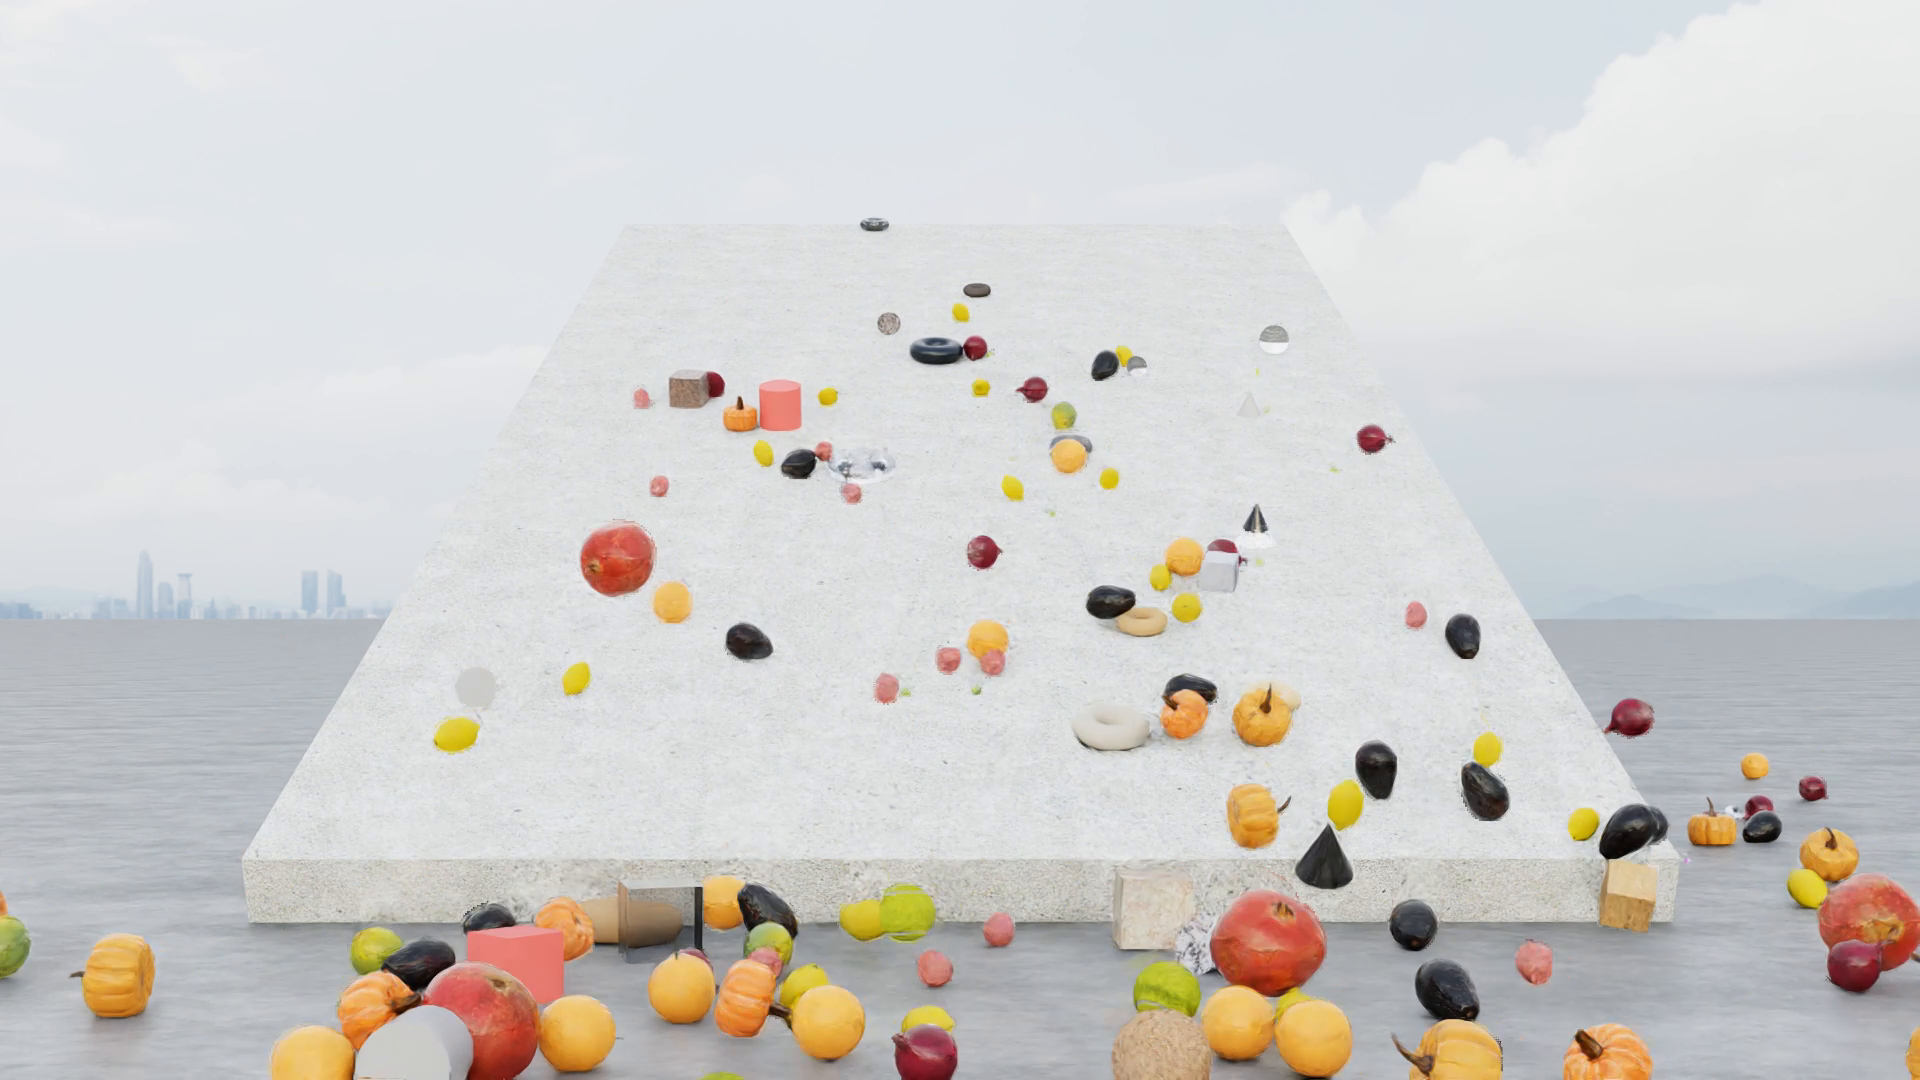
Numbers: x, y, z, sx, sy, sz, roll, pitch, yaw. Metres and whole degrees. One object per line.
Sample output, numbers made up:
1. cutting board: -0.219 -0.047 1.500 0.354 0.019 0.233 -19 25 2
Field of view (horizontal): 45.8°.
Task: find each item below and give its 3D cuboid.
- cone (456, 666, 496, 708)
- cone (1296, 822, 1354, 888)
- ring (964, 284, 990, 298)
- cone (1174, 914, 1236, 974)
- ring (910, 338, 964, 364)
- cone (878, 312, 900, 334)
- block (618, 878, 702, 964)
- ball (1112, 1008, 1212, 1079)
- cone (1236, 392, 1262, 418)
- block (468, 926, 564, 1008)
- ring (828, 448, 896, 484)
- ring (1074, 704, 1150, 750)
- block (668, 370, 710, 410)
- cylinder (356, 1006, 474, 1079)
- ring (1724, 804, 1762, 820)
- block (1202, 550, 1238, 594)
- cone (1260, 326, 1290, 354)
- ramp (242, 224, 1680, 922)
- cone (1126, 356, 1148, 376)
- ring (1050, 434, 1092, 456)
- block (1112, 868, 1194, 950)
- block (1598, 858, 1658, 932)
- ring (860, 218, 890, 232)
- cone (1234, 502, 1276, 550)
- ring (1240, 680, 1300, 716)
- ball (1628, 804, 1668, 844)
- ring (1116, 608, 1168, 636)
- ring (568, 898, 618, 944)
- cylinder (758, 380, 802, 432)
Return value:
1. cone: -0.769 0.238 3.662 0.066 0.066 0.066 0 -6 5
2. cone: 0.503 0.421 3.118 0.081 0.081 0.081 0 28 0
3. ring: 0.046 -0.670 6.098 0.075 0.025 0.075 -1 22 0
4. cone: 0.316 0.506 2.769 0.077 0.077 0.077 -2 -29 45
5. ring: -0.057 -0.459 5.508 0.131 0.044 0.131 1 20 0
6. cone: -0.178 -0.541 5.751 0.059 0.059 0.059 0 -8 0
7. block: -0.379 0.480 2.872 0.093 0.093 0.093 1 -2 -16
8. ball: 0.177 0.455 1.993 0.088 0.088 0.088 0 -2 0
9. cone: 0.647 -0.307 5.084 0.057 0.057 0.057 0 21 0
10. block: -0.499 0.478 2.555 0.076 0.076 0.076 -2 -3 44
11. ring: -0.201 -0.152 4.683 0.143 0.048 0.143 0 19 0
12. ring: 0.235 0.289 3.518 0.117 0.039 0.117 1 21 0
13. block: -0.614 -0.341 5.152 0.071 0.071 0.071 4 21 10
14. cylinder: -0.478 0.458 2.001 0.082 0.082 0.082 0 -2 2
15. ring: 1.658 0.576 4.815 0.076 0.025 0.076 0 -1 0
16. block: 0.470 0.059 4.108 0.058 0.058 0.058 5 21 14
17. cone: 0.773 -0.487 5.602 0.072 0.072 0.072 0 -6 5
18. ramp: -0.005 -0.211 5.051 2.000 0.100 4.000 0 21 0
19. cone: 0.414 -0.408 5.404 0.050 0.050 0.050 0 -6 -10
20. ring: 0.236 -0.200 4.838 0.091 0.030 0.091 0 19 0
21. block: 0.251 0.481 2.964 0.091 0.091 0.091 2 0 -3
22. block: 0.901 0.480 3.069 0.063 0.063 0.063 10 40 11
23. ring: -0.257 -0.949 6.836 0.089 0.030 0.089 1 20 0
24. cone: 0.563 -0.034 4.324 0.080 0.080 0.080 0 21 0
25. ring: 0.494 0.252 3.630 0.094 0.031 0.094 1 21 -1
26. ball: 0.970 0.400 3.203 0.054 0.054 0.054 0 -2 0
27. ring: 0.314 0.141 3.929 0.089 0.030 0.089 -1 20 0
28. ring: -0.449 0.508 3.035 0.149 0.050 0.149 1 -3 0
29. cylinder: -0.395 -0.295 4.999 0.092 0.092 0.092 0 21 0
